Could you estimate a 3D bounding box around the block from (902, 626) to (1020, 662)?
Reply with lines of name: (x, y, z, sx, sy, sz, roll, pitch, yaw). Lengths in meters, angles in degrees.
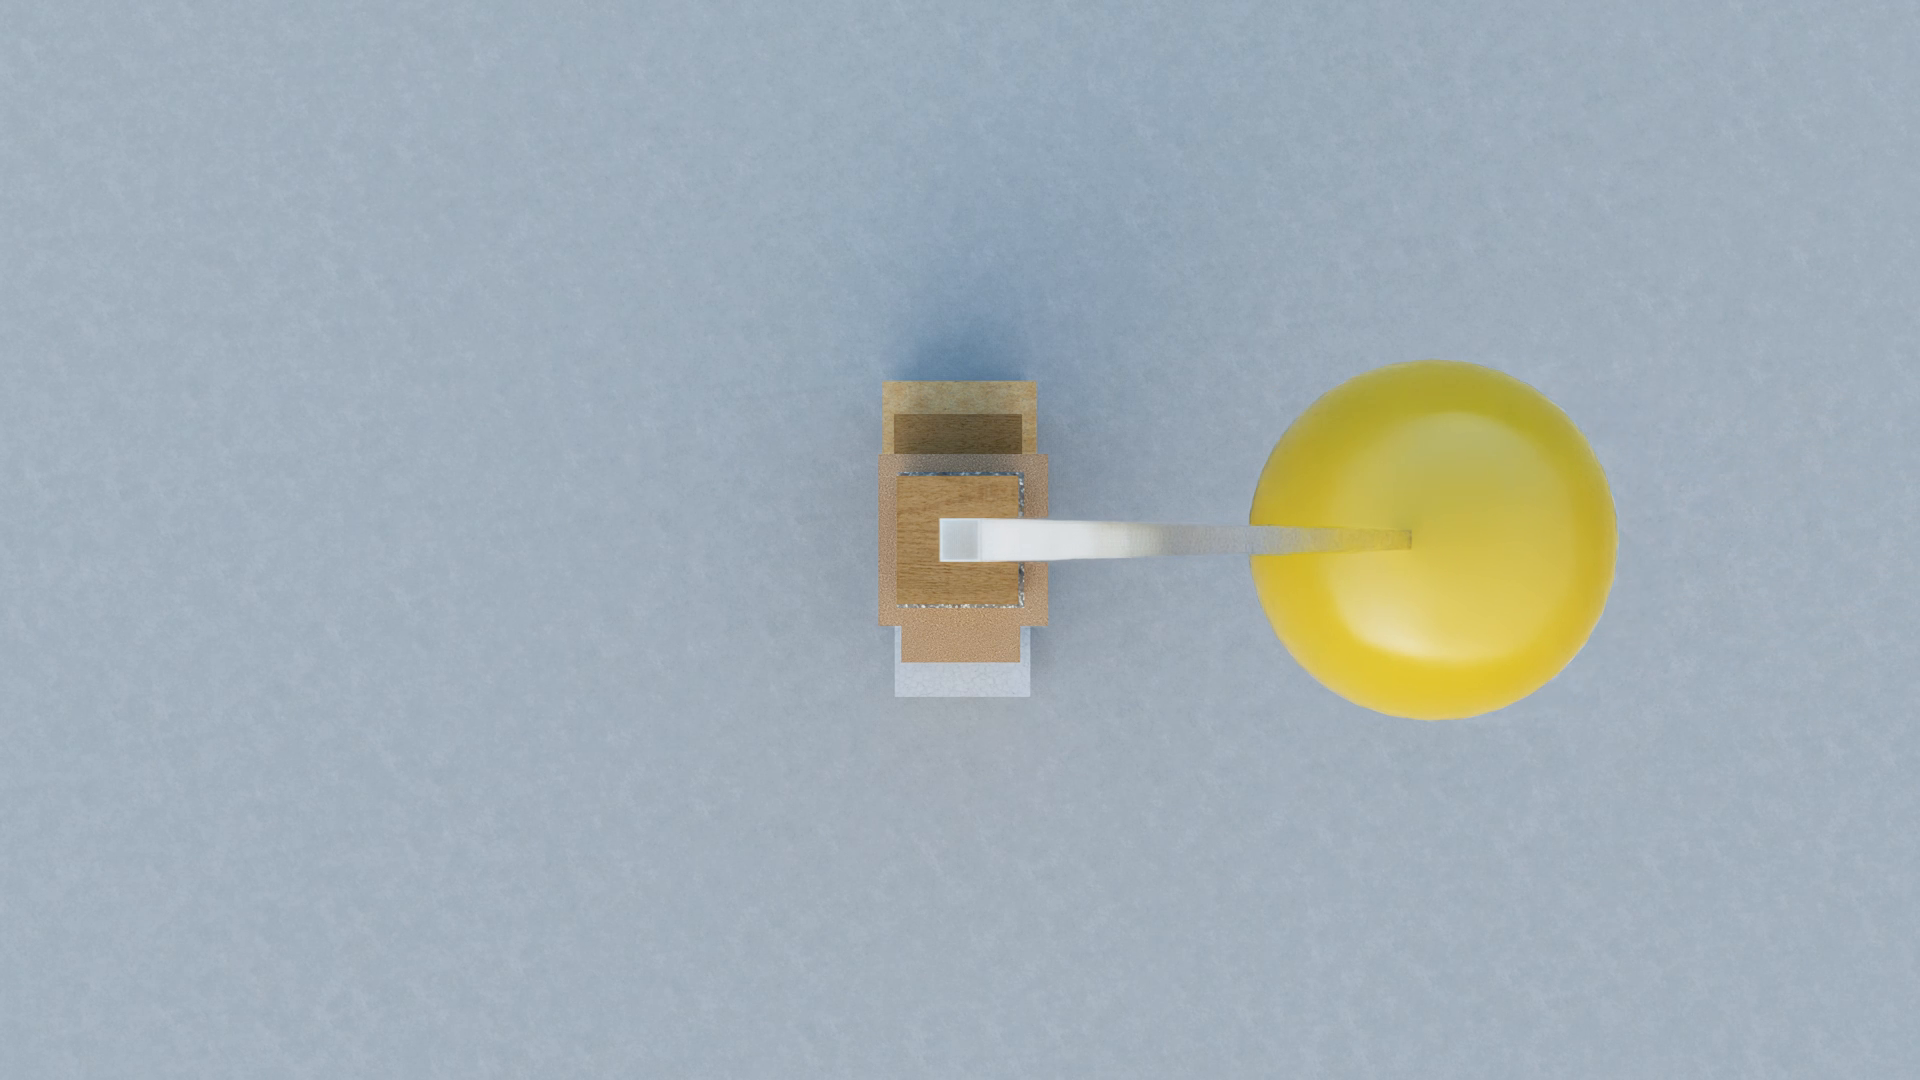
block: (0.004, 0.337, 11.829, 0.623, 0.643, 0.610, 0, 90, 0)

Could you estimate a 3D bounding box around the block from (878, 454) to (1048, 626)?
block: (0.014, 0.000, 9.546, 0.713, 0.624, 0.721, 0, 90, 0)

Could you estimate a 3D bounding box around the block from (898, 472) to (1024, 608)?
block: (0.003, 0.000, 8.927, 0.497, 0.614, 0.533, 0, 90, 0)

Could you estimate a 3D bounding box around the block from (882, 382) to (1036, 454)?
block: (-0.002, -0.422, 12.495, 0.841, 1.010, 0.890, 0, 90, 0)

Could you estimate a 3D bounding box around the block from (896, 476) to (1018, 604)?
block: (-0.009, 0.000, 8.373, 0.450, 0.492, 0.476, 0, 90, 0)

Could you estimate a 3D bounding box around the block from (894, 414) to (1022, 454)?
block: (-0.010, -0.310, 11.603, 0.654, 0.774, 0.663, 0, 90, 0)

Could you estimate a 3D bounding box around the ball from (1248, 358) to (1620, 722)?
ball: (2.074, 0.000, 9.706, 1.600, 1.600, 1.600, 0, 90, 0)

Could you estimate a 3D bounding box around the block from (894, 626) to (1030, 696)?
block: (0.014, 0.450, 12.575, 0.747, 0.849, 0.833, 0, 90, 0)

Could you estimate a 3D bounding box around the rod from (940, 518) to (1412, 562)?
rod: (0.899, 0.000, 6.516, 0.080, 5.200, 0.080, 0, 90, 20)
